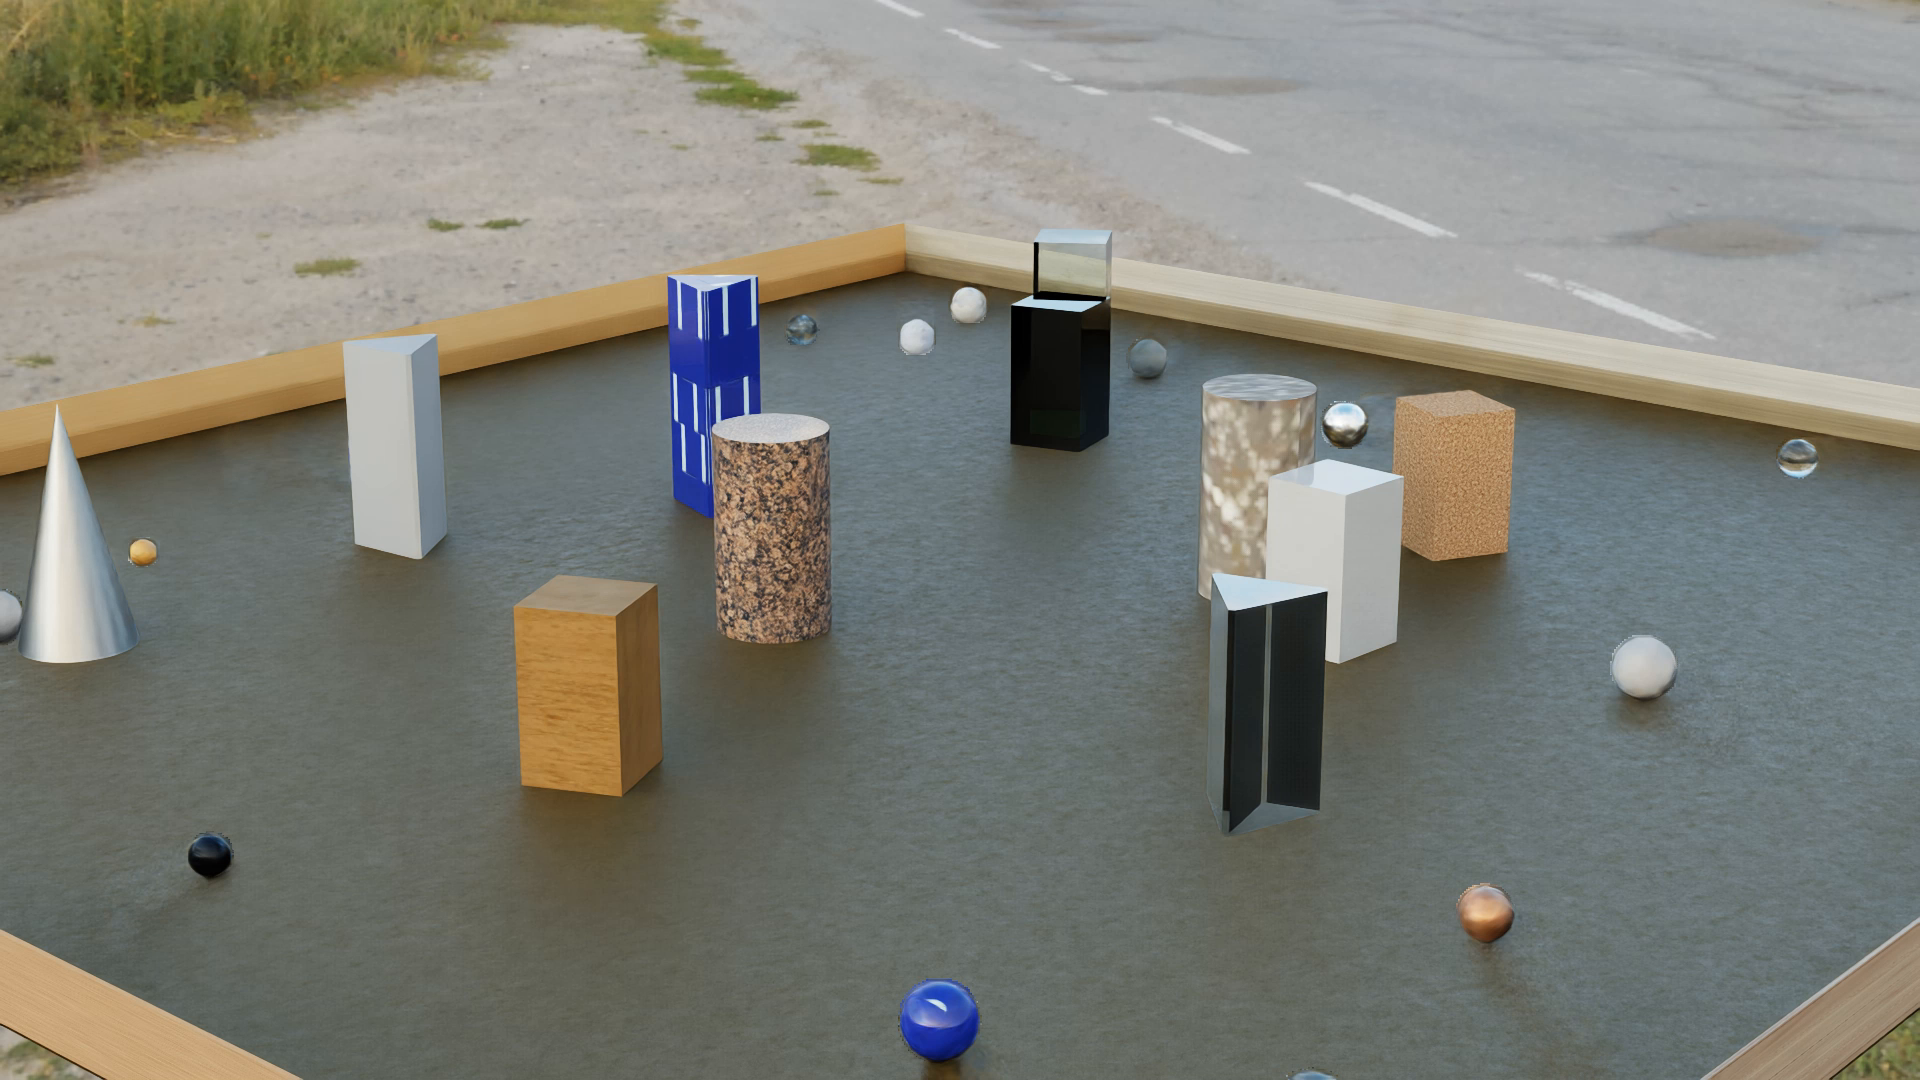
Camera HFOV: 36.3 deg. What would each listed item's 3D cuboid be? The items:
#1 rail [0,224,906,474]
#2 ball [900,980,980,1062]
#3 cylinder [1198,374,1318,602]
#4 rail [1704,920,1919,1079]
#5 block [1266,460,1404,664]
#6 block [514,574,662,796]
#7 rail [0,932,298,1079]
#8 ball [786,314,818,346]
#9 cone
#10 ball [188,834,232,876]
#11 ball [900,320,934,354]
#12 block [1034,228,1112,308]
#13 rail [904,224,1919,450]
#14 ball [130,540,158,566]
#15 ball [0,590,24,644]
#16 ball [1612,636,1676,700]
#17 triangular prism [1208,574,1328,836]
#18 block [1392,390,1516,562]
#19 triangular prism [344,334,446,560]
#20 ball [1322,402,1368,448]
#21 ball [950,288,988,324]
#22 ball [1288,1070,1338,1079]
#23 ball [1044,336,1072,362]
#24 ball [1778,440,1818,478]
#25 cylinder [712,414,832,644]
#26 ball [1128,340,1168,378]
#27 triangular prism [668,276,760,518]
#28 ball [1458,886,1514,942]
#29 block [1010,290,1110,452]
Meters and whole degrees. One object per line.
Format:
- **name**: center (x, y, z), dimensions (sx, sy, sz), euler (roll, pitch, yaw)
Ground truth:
- **rail**: center (-1.463, -0.335, 6.336), dimensions (0.045, 0.127, 4.065), euler (14, 22, 39)
- **ball**: center (-0.023, 0.562, 3.426), dimensions (0.093, 0.093, 0.093), euler (0, 17, 0)
- **cylinder**: center (0.516, -0.087, 5.103), dimensions (0.196, 0.367, 0.196), euler (0, 17, 0)
- **rail**: center (1.463, 0.399, 3.904), dimensions (0.045, 0.127, 4.065), euler (14, 22, 39)
- **block**: center (0.617, 0.033, 4.845), dimensions (0.157, 0.286, 0.157), euler (16, 23, 42)
- **block**: center (-0.540, 0.210, 4.278), dimensions (0.157, 0.274, 0.157), euler (5, 17, 16)
- **rail**: center (-1.317, 0.470, 3.668), dimensions (3.922, 0.127, 0.045), euler (14, 22, 39)
- **ball**: center (-0.376, -0.500, 6.980), dimensions (0.074, 0.074, 0.074), euler (0, 17, 0)
- **cone**: center (-1.466, -0.025, 4.820), dimensions (0.196, 0.411, 0.196), euler (0, 17, 0)
- **ball**: center (-1.009, 0.424, 3.944), dimensions (0.057, 0.057, 0.057), euler (0, 17, 0)
- **ball**: center (-0.101, -0.477, 6.887), dimensions (0.083, 0.083, 0.083), euler (0, 17, 0)
- **block**: center (0.247, -0.492, 6.459), dimensions (0.157, 0.359, 0.157), euler (2, 17, 7)
- **rail**: center (1.317, -0.406, 6.572), dimensions (3.922, 0.127, 0.045), euler (14, 22, 39)
- **ball**: center (-1.474, 0.023, 5.290), dimensions (0.049, 0.049, 0.049), euler (0, 17, 0)
- **ball**: center (-1.600, 0.128, 4.857), dimensions (0.092, 0.092, 0.092), euler (0, 17, 0)
- **ball**: center (1.077, 0.201, 4.613), dimensions (0.098, 0.098, 0.098), euler (0, 17, 0)
- **triangular prism**: center (0.400, 0.223, 4.135), dimensions (0.170, 0.331, 0.147), euler (-11, 20, -32)
- **block**: center (0.902, -0.120, 5.381), dimensions (0.157, 0.270, 0.157), euler (-6, 18, -21)
- **triangular prism**: center (-1.008, -0.179, 5.385), dimensions (0.170, 0.381, 0.147), euler (12, 21, 35)
- **ball**: center (0.798, -0.238, 6.076), dimensions (0.094, 0.094, 0.094), euler (0, 17, 0)
- **ball**: center (0.022, -0.577, 7.210), dimensions (0.089, 0.089, 0.089), euler (0, 17, 0)
- **ball**: center (0.387, 0.627, 3.219), dimensions (0.088, 0.088, 0.088), euler (0, 17, 0)
- **ball**: center (0.228, -0.445, 6.820), dimensions (0.062, 0.062, 0.062), euler (0, 17, 0)
- **ball**: center (1.674, -0.163, 5.856), dimensions (0.077, 0.077, 0.077), euler (0, 17, 0)
- **cylinder**: center (-0.315, -0.021, 4.923), dimensions (0.196, 0.345, 0.196), euler (0, 17, 0)
- **ball**: center (0.428, -0.412, 6.664), dimensions (0.087, 0.087, 0.087), euler (0, 17, 0)
- **triangular prism**: center (-0.494, -0.284, 5.630), dimensions (0.147, 0.440, 0.170), euler (10, 19, 29)
- **ball**: center (0.672, 0.477, 3.746), dimensions (0.070, 0.070, 0.070), euler (0, 17, 0)
- **block**: center (0.209, -0.352, 6.107), dimensions (0.157, 0.296, 0.157), euler (8, 18, 24)
